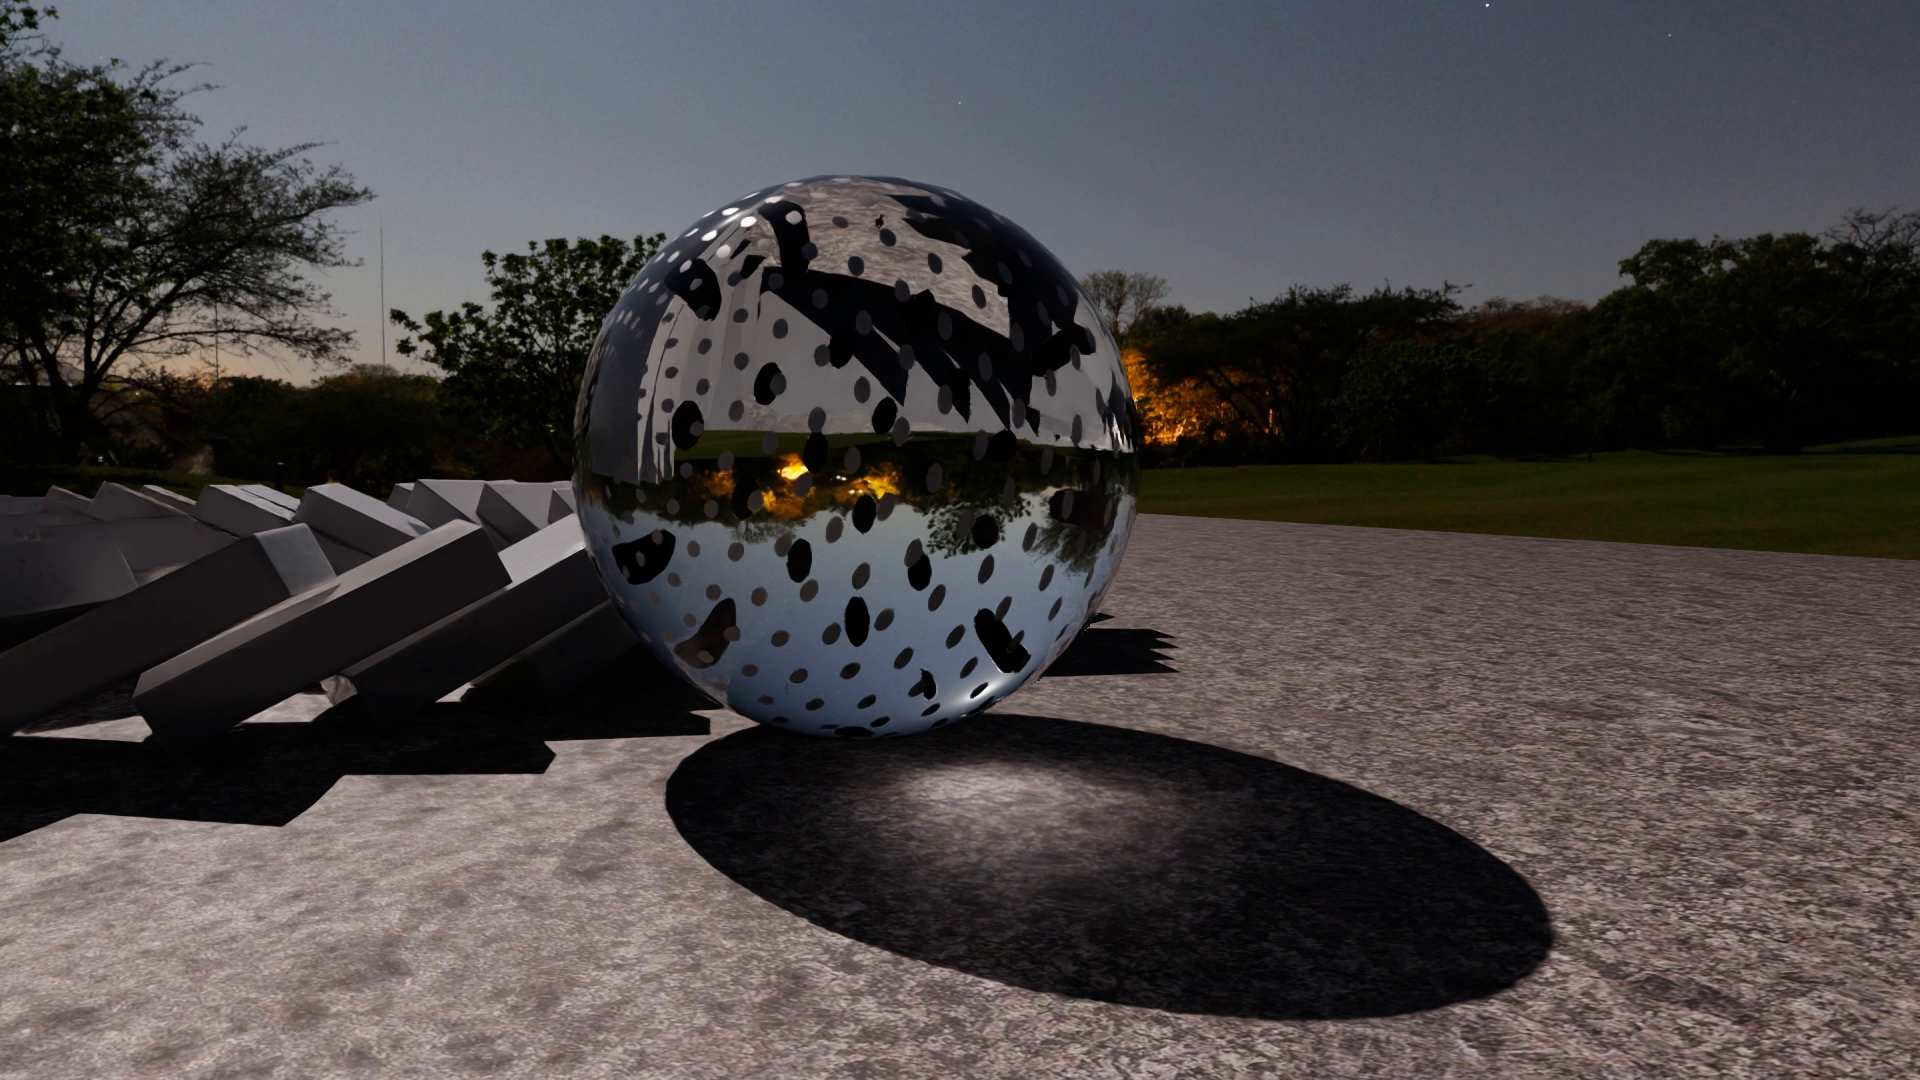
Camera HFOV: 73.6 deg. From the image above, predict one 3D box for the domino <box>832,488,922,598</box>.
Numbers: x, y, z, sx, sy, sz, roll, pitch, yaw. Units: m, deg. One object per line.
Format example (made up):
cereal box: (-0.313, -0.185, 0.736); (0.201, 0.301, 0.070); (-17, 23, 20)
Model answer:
domino: (-0.014, 0.001, 0.367); (0.025, 0.010, 0.050); (-3, 29, -34)

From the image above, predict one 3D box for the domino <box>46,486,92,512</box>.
domino: (-0.251, -0.002, 0.391); (0.050, 0.009, 0.025); (27, -11, -31)

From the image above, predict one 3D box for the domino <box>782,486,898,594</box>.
domino: (-0.031, -0.001, 0.387); (0.025, 0.009, 0.050); (-3, 30, -40)

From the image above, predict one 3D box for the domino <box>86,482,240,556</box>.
domino: (-0.202, 0.000, 0.341); (0.050, 0.009, 0.025); (28, -11, -23)

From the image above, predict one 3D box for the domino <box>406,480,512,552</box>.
domino: (-0.131, -0.001, 0.366); (0.050, 0.009, 0.025); (32, 15, 22)

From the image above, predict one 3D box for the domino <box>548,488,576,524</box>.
domino: (-0.088, 0.002, 0.342); (0.025, 0.009, 0.050); (-4, 32, -42)

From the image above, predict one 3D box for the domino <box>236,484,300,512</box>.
domino: (-0.210, -0.004, 0.420); (0.050, 0.009, 0.025); (24, -1, -13)

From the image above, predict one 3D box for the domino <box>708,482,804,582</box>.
domino: (-0.069, -0.003, 0.416); (0.050, 0.009, 0.025); (33, 22, 31)

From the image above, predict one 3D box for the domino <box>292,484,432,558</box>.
domino: (-0.157, 0.000, 0.360); (0.050, 0.009, 0.025); (26, 2, -6)

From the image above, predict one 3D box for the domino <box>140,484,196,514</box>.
domino: (-0.232, -0.003, 0.405); (0.050, 0.010, 0.025); (26, -8, -26)

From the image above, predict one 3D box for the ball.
ball: (-0.014, -0.011, 0.185); (0.080, 0.080, 0.080); (0, 4, 0)

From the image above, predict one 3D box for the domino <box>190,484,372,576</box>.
domino: (-0.181, 0.000, 0.353); (0.050, 0.009, 0.025); (27, -6, -16)

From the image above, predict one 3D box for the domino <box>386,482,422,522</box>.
domino: (-0.164, -0.005, 0.432); (0.050, 0.010, 0.025); (24, 3, -5)

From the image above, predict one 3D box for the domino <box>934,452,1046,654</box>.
domino: (0.005, 0.002, 0.276); (0.025, 0.009, 0.050); (0, 46, 6)

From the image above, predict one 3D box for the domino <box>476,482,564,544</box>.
domino: (-0.109, 0.000, 0.357); (0.050, 0.010, 0.025); (34, 20, 29)

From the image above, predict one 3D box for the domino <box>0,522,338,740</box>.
domino: (-0.116, 0.014, 0.178); (0.050, 0.010, 0.025); (-28, 9, -9)

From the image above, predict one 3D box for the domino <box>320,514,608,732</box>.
domino: (-0.078, 0.012, 0.211); (0.050, 0.010, 0.025); (-35, 25, -34)

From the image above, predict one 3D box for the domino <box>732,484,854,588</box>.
domino: (-0.049, -0.002, 0.402); (0.025, 0.009, 0.050); (-4, 31, -46)

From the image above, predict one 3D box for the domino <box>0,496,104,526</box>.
domino: (-0.209, 0.004, 0.315); (0.025, 0.009, 0.050); (2, -21, 26)

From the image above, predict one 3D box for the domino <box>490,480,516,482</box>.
domino: (-0.139, -0.005, 0.436); (0.050, 0.010, 0.025); (26, 8, 7)

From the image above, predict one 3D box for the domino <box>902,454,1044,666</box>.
domino: (0.004, 0.003, 0.262); (0.025, 0.009, 0.050); (0, 46, 6)

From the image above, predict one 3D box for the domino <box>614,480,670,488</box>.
domino: (-0.090, -0.004, 0.427); (0.050, 0.009, 0.025); (31, 19, 27)

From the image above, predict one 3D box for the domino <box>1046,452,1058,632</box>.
domino: (0.010, -0.001, 0.304); (0.025, 0.009, 0.050); (1, 46, 6)

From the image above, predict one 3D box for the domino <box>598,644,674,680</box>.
domino: (-0.055, 0.008, 0.254); (0.025, 0.010, 0.050); (2, 31, 25)

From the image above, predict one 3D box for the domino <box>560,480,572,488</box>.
domino: (-0.113, -0.005, 0.435); (0.050, 0.009, 0.025); (29, 15, 21)

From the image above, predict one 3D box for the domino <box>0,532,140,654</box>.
domino: (-0.140, 0.015, 0.170); (0.050, 0.009, 0.025); (-25, 2, 6)

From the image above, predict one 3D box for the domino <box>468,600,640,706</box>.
domino: (-0.063, 0.010, 0.231); (0.025, 0.009, 0.050); (5, 32, 40)

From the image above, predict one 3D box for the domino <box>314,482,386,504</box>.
domino: (-0.188, -0.004, 0.426); (0.050, 0.009, 0.025); (24, -1, -12)

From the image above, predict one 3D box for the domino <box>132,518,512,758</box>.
domino: (-0.095, 0.013, 0.193); (0.050, 0.009, 0.025); (-31, 18, -24)

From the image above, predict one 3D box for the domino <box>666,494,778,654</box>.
domino: (-0.057, 0.006, 0.280); (0.025, 0.009, 0.050); (0, 31, 4)

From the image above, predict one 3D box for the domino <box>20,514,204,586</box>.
domino: (-0.165, 0.010, 0.235); (0.050, 0.009, 0.025); (-25, -6, 31)

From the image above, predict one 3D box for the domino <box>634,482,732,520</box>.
domino: (-0.068, 0.002, 0.326); (0.025, 0.009, 0.050); (0, 32, -18)

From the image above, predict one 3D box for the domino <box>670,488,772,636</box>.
domino: (-0.059, 0.004, 0.303); (0.025, 0.010, 0.050); (1, 31, -3)

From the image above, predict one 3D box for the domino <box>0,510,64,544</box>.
domino: (-0.189, 0.009, 0.247); (0.025, 0.010, 0.050); (-8, -15, -40)

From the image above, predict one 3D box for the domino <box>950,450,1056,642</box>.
domino: (0.008, 0.000, 0.290); (0.025, 0.010, 0.050); (2, 46, 7)
